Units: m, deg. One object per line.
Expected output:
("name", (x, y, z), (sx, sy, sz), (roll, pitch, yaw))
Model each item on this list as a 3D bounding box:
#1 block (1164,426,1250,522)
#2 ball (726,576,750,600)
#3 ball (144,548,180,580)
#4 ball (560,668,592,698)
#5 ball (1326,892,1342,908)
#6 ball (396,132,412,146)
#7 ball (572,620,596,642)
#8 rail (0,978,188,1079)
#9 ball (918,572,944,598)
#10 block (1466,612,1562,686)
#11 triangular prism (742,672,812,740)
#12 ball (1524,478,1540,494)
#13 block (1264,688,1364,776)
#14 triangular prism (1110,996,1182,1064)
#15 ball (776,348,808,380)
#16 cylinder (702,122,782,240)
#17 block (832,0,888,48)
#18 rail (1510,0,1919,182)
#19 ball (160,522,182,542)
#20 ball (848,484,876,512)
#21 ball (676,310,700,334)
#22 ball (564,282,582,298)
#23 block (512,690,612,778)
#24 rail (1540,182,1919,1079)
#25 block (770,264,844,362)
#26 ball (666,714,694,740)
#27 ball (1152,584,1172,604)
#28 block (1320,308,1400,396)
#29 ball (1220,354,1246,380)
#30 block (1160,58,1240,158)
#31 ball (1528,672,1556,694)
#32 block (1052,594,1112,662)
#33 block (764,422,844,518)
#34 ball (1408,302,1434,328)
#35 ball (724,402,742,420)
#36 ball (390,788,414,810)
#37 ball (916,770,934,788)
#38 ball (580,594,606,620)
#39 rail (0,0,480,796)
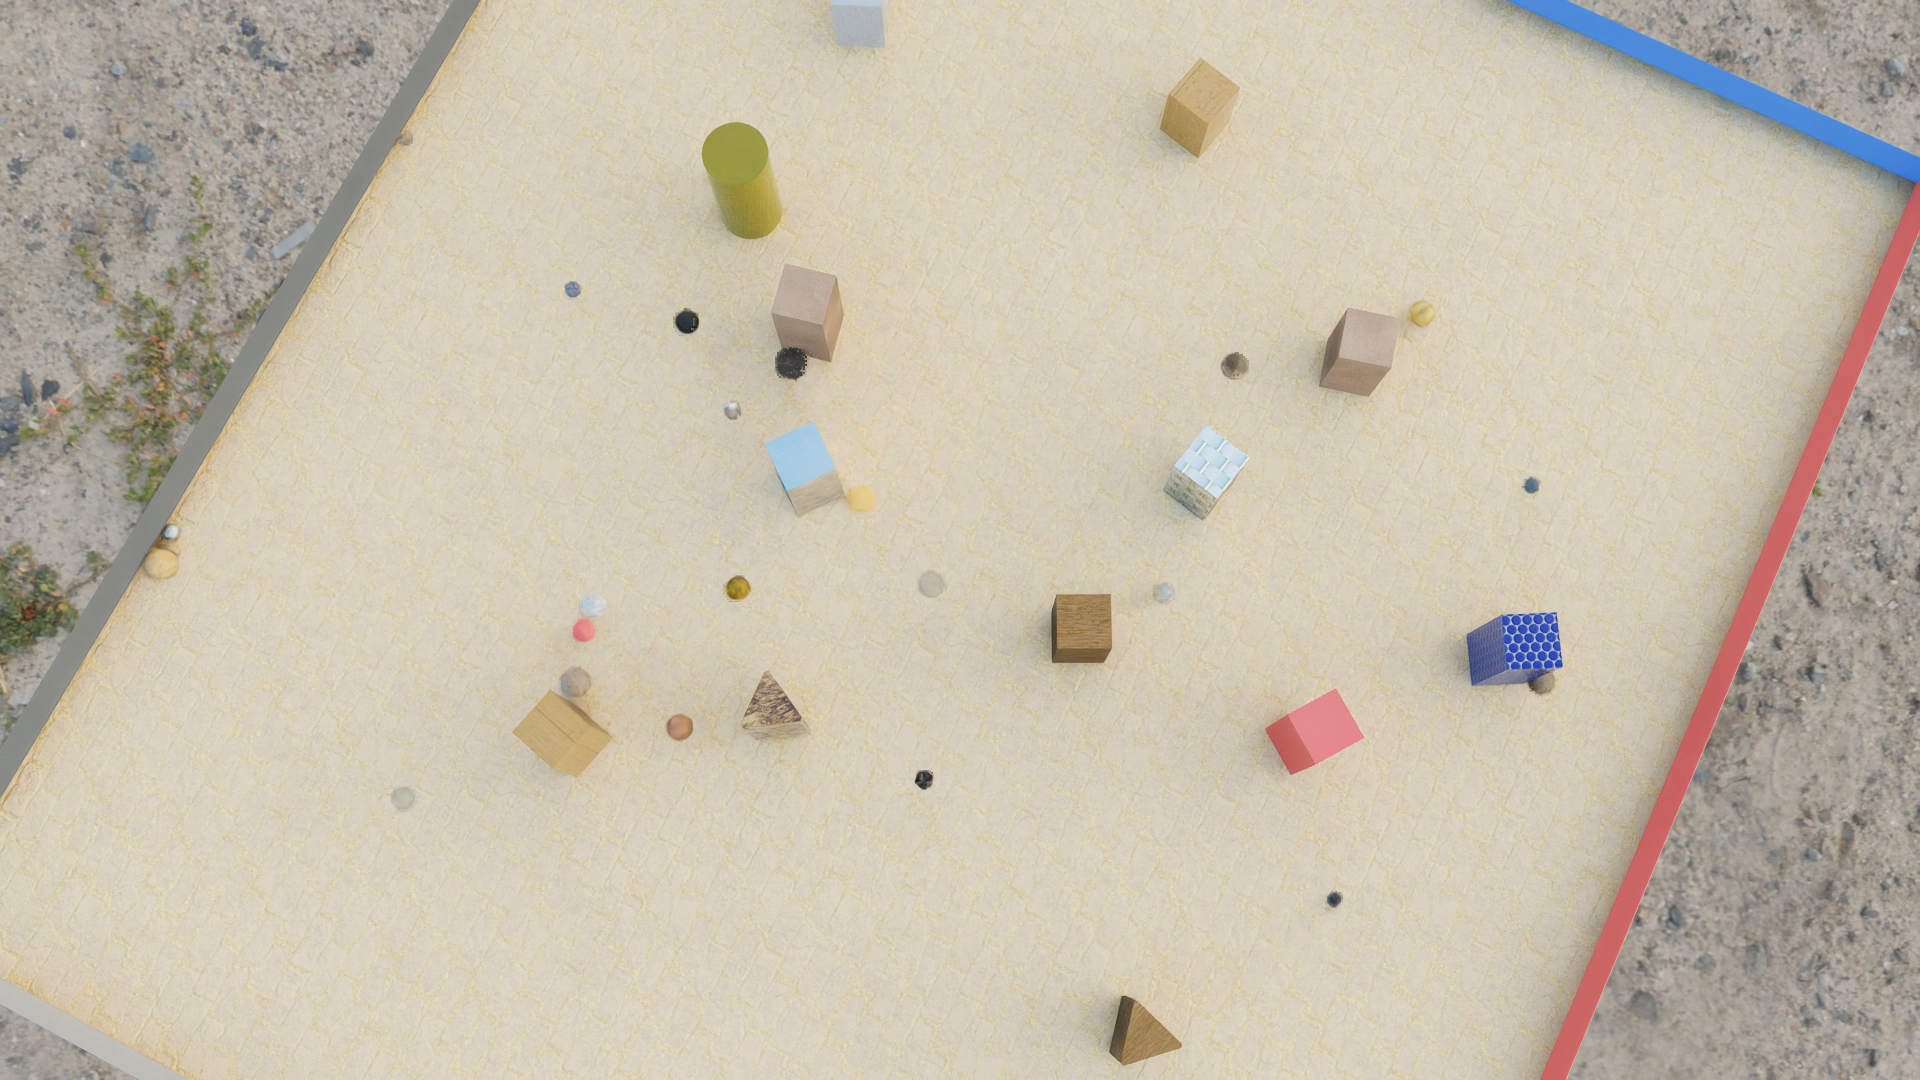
("block", (0.735, -0.197, 5.497), (0.157, 0.315, 0.157), (38, 81, 7))
("ball", (-0.672, 0.146, 5.548), (0.075, 0.075, 0.075), (0, 78, 0))
("ball", (-2.418, 0.073, 5.552), (0.098, 0.098, 0.098), (0, 78, 0))
("ball", (-1.149, 0.427, 5.481), (0.092, 0.092, 0.092), (0, 78, 0))
("ball", (1.097, 1.055, 5.376), (0.043, 0.043, 0.043), (0, 78, 0))
("ball", (-1.777, -1.283, 5.859), (0.045, 0.045, 0.045), (0, 78, 0))
("ball", (-1.134, 0.275, 5.524), (0.069, 0.069, 0.069), (0, 78, 0))
("rail", (-1.077, 2.117, 5.112), (4.458, 0.128, 0.045), (26, 80, 5))
("ball", (-0.087, 0.135, 5.549), (0.077, 0.077, 0.077), (0, 78, 0))
("block", (1.618, 0.322, 5.362), (0.157, 0.368, 0.157), (-3, 78, -1))
("triangular prism", (-0.536, 0.478, 5.320), (0.170, 0.386, 0.148), (-6, 78, -1))
("ball", (1.755, -0.166, 5.627), (0.048, 0.048, 0.048), (0, 78, 0))
("block", (1.020, 0.559, 5.301), (0.157, 0.391, 0.157), (-28, 80, -5))
("triangular prism", (0.496, 1.357, 5.137), (0.170, 0.390, 0.148), (-16, 79, -3))
("ball", (-0.520, -0.545, 5.679), (0.098, 0.098, 0.098), (0, 78, 0))
("cylinder", (-0.663, -1.095, 5.617), (0.197, 0.442, 0.197), (0, 78, 0))
("block", (-0.315, -1.707, 5.831), (0.157, 0.273, 0.157), (4, 78, 1))
("rail", (1.077, -2.103, 5.986), (4.458, 0.128, 0.045), (26, 80, 5))
("ball", (-2.407, -0.024, 5.592), (0.058, 0.058, 0.058), (0, 78, 0))
("ball", (-0.301, -0.127, 5.600), (0.085, 0.085, 0.085), (0, 78, 0))
("ball", (-0.852, -0.679, 5.719), (0.075, 0.075, 0.075), (0, 78, 0))
("ball", (-1.216, -0.786, 5.753), (0.052, 0.052, 0.052), (0, 78, 0))
("block", (-1.152, 0.567, 5.329), (0.157, 0.334, 0.157), (40, 81, 8))
("rail", (1.973, 0.973, 5.349), (0.045, 0.128, 4.865), (26, 80, 5))
("block", (-0.460, -0.687, 5.572), (0.157, 0.365, 0.157), (14, 79, 3))
("ball", (-0.834, 0.559, 5.460), (0.079, 0.079, 0.079), (0, 78, 0))
("ball", (0.615, 0.162, 5.552), (0.060, 0.060, 0.060), (0, 78, 0))
("block", (1.213, -0.569, 5.577), (0.157, 0.307, 0.157), (12, 79, 2))
("ball", (0.850, -0.537, 5.687), (0.081, 0.081, 0.081), (0, 78, 0))
("block", (0.753, -1.356, 5.765), (0.157, 0.258, 0.157), (39, 81, 7))
("ball", (1.741, 0.422, 5.488), (0.081, 0.081, 0.081), (0, 78, 0))
("block", (0.356, 0.264, 5.408), (0.157, 0.301, 0.157), (0, 78, 0))
("block", (-0.462, -0.208, 5.479), (0.157, 0.353, 0.157), (-25, 79, -5))
("ball", (1.440, -0.705, 5.722), (0.080, 0.080, 0.080), (0, 78, 0))
("ball", (-0.704, -0.399, 5.672), (0.053, 0.053, 0.053), (0, 78, 0))
("ball", (-1.650, 0.766, 5.424), (0.068, 0.068, 0.068), (0, 78, 0))
("ball", (-0.106, 0.712, 5.442), (0.054, 0.054, 0.054), (0, 78, 0))
("ball", (-1.106, 0.201, 5.536), (0.076, 0.076, 0.076), (0, 78, 0))
("rail", (-1.973, -0.959, 5.749), (0.045, 0.128, 4.865), (26, 80, 5))
